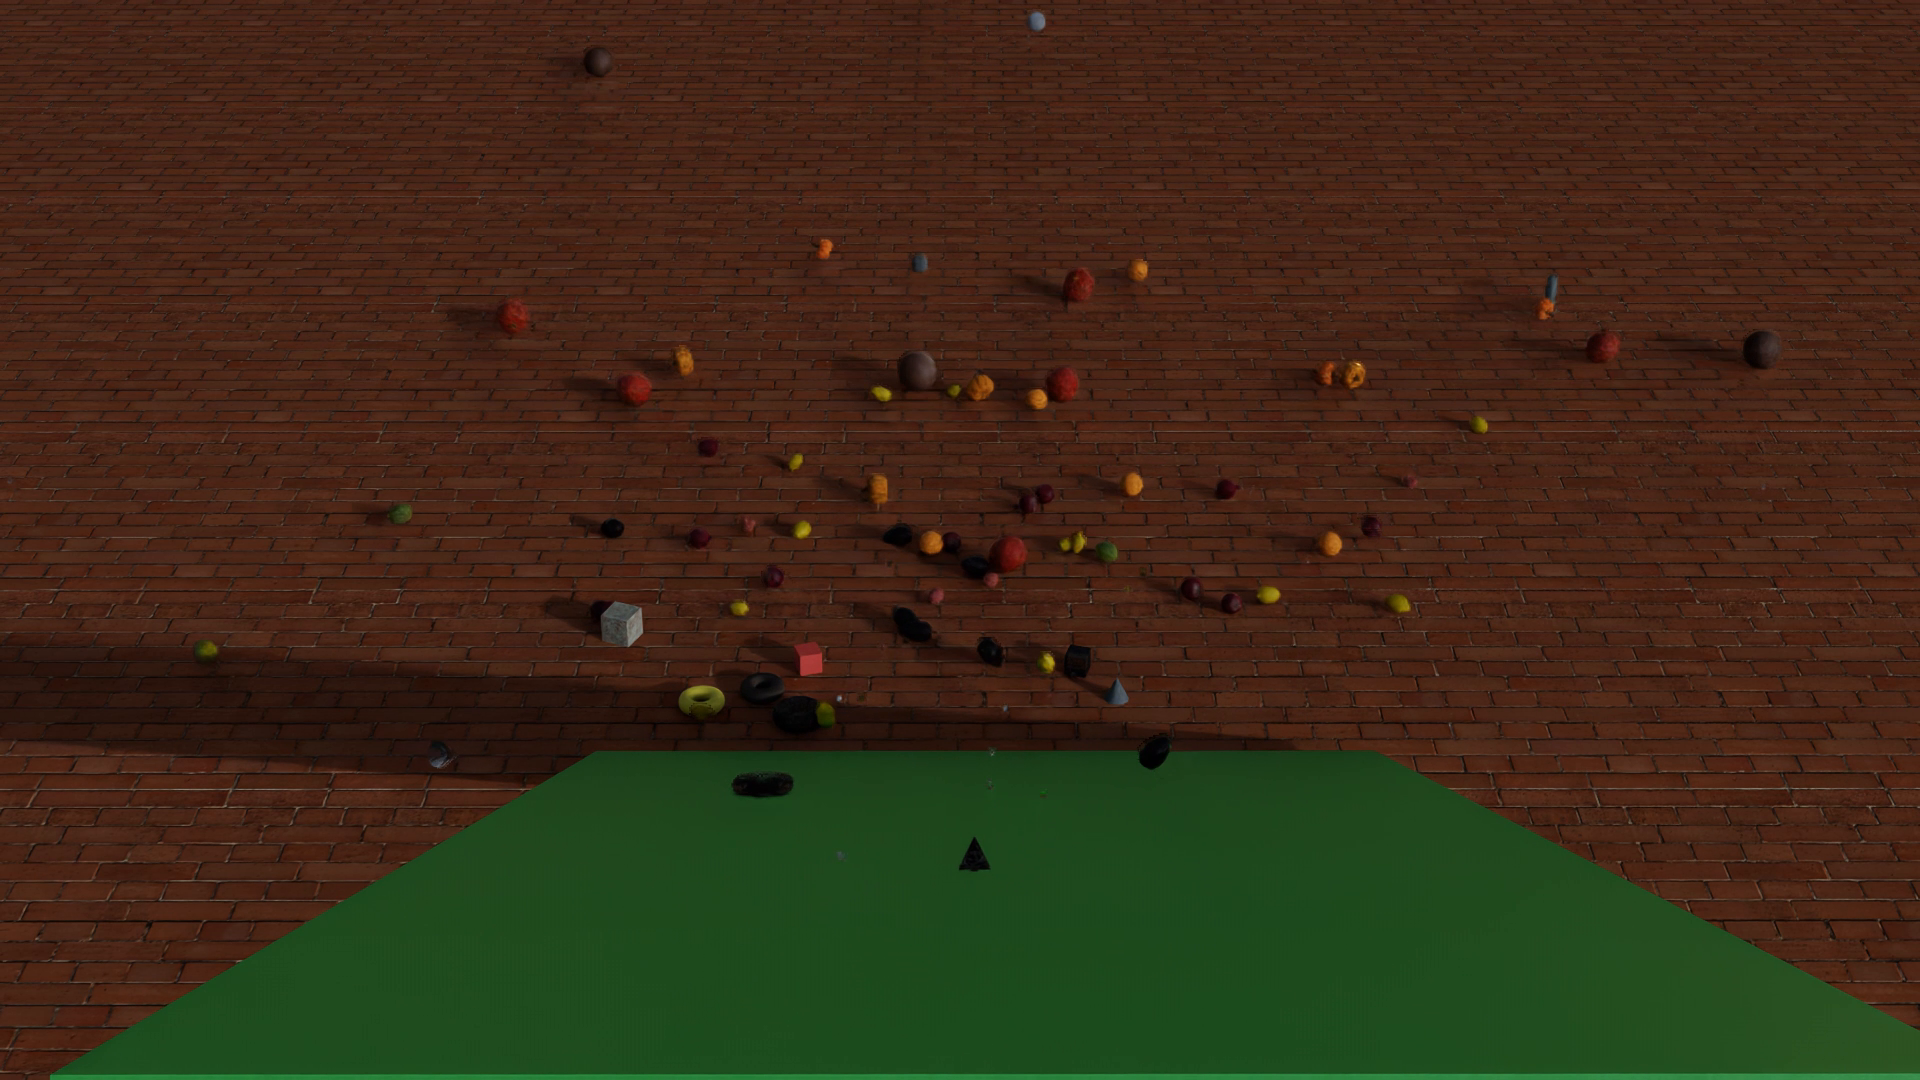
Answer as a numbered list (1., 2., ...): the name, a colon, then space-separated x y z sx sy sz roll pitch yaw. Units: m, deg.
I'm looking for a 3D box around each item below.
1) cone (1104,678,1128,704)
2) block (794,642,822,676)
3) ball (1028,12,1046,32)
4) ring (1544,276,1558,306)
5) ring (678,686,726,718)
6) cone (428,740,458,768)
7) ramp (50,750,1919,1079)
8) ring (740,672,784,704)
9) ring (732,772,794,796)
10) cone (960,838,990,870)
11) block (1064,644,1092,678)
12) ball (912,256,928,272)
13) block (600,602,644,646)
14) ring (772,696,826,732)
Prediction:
1. cone: 0.424 0.400 7.004 0.067 0.067 0.067 0 30 0
2. block: -0.419 0.328 7.136 0.062 0.062 0.062 -10 31 -16
3. ball: 0.350 -2.373 11.842 0.085 0.085 0.085 0 30 0
4. ring: 2.105 -0.886 9.208 0.038 0.114 0.114 7 31 12
5. ring: -0.696 0.434 6.970 0.127 0.042 0.127 0 29 0
6. cone: -1.338 0.560 6.760 0.072 0.072 0.072 24 11 35
7. ramp: 0.067 0.594 4.650 2.000 0.100 4.000 0 0 0
8. ring: -0.537 0.402 7.029 0.121 0.040 0.121 0 31 0
9. ring: -0.422 0.522 5.533 0.131 0.044 0.131 -1 1 0
10. cone: 0.024 0.518 4.293 0.053 0.053 0.053 0 0 0
11. block: 0.324 0.333 7.129 0.060 0.060 0.060 8 31 15
12. ball: -0.147 -1.011 9.481 0.062 0.062 0.062 0 30 0
13. block: -0.951 0.237 7.274 0.084 0.084 0.084 12 32 20
14. ring: -0.430 0.466 6.910 0.143 0.048 0.143 1 29 -1
